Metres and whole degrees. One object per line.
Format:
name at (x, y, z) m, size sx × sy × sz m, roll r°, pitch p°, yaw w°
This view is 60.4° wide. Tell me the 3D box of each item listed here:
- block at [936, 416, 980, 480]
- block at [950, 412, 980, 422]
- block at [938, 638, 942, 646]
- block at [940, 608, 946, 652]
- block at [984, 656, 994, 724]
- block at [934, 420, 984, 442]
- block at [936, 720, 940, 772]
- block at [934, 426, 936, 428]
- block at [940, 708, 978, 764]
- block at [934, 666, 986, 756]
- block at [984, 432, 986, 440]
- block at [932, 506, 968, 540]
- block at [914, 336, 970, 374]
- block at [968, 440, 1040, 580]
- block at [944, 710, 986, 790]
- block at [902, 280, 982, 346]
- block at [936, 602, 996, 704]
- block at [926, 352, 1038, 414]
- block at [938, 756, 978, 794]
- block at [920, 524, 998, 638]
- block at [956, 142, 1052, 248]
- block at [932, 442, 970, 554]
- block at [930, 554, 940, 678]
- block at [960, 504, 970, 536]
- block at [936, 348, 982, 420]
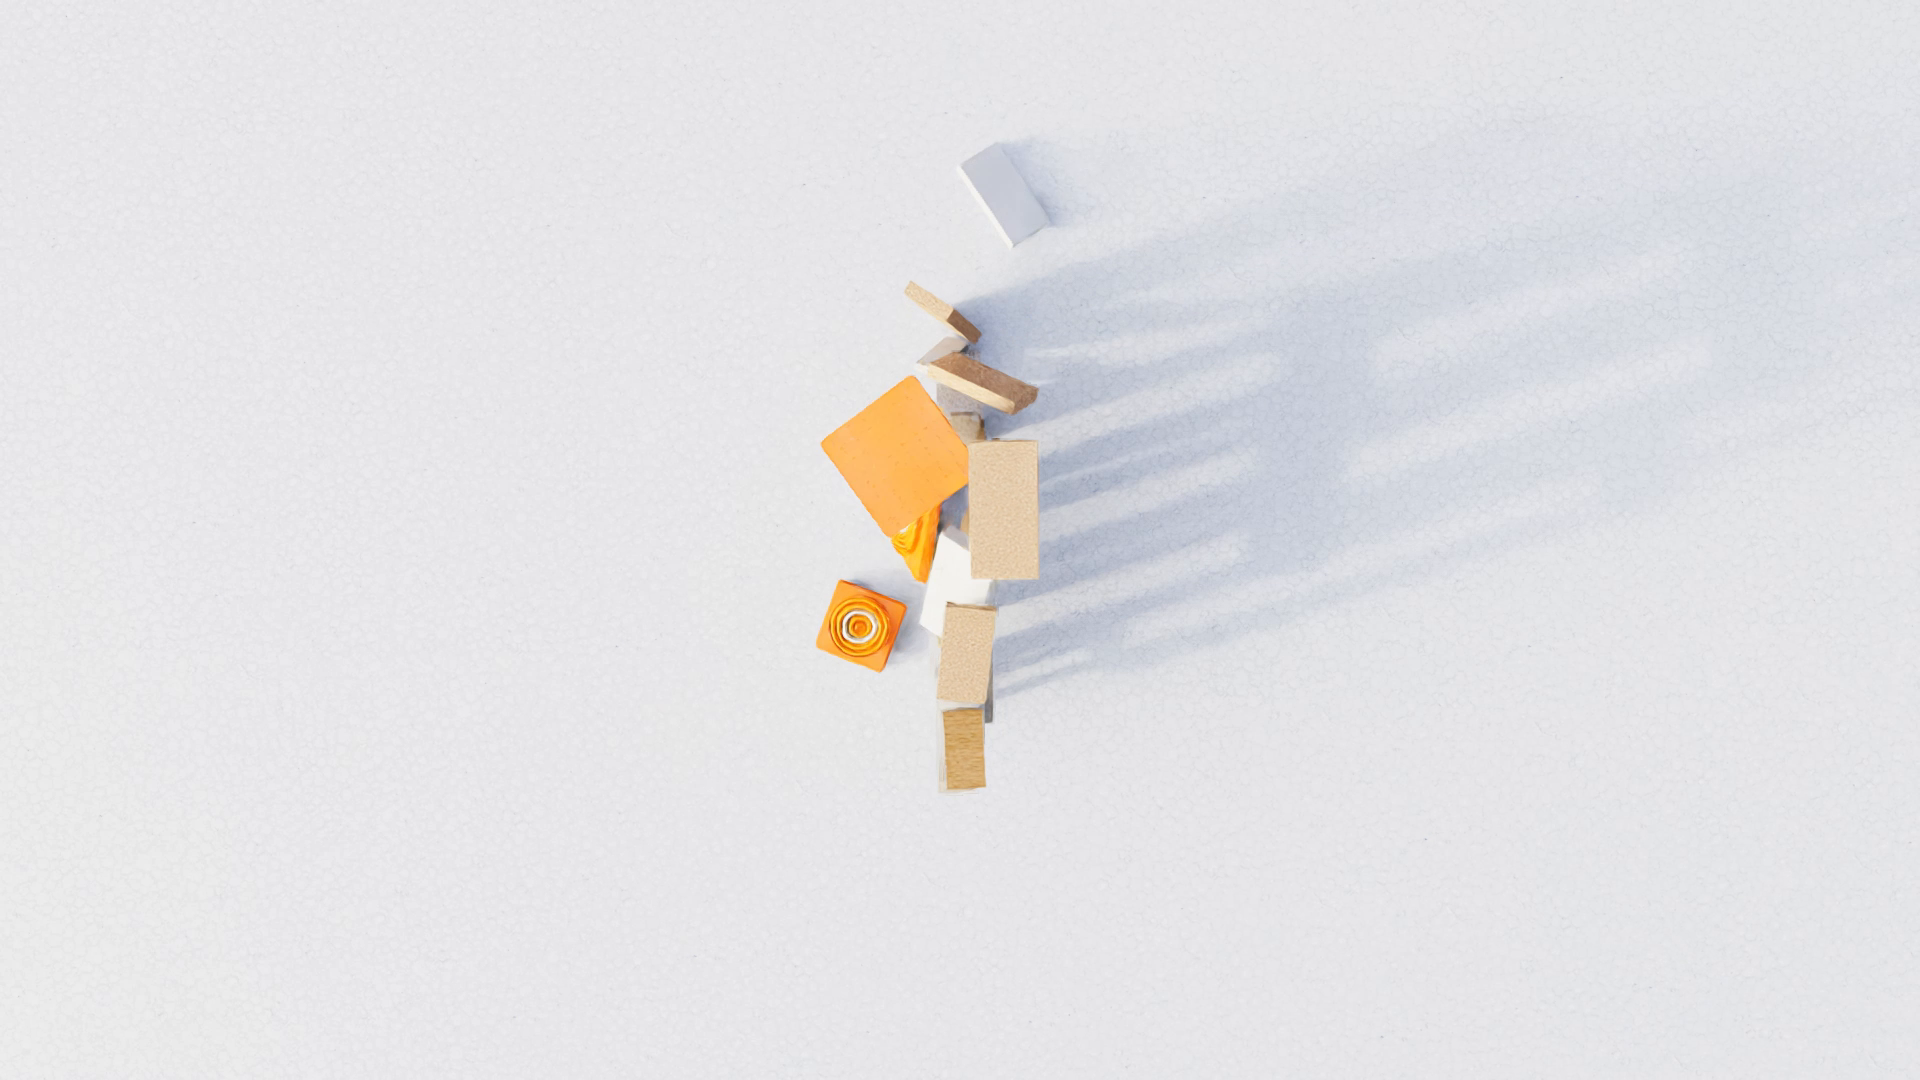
block at (-0.005, -0.266, 4.777) m, size 0.087 × 0.025 × 0.174 m, roll 14°, pitch 90°, yaw 0°
block at (0.015, -0.371, 5.030) m, size 0.087 × 0.174 × 0.025 m, roll -2°, pitch 99°, yaw -1°
block at (-0.008, 0.193, 4.699) m, size 0.114 × 0.032 × 0.228 m, roll -1°, pitch 61°, yaw 0°
block at (0.016, 0.277, 4.403) m, size 0.130 × 0.259 × 0.037 m, roll 9°, pitch 50°, yaw 4°
block at (0.033, 0.392, 4.554) m, size 0.114 × 0.032 × 0.228 m, roll -1°, pitch 98°, yaw 0°
block at (0.000, -0.329, 4.982) m, size 0.147 × 0.293 × 0.042 m, roll -1°, pitch 99°, yaw 1°
block at (-0.001, 0.549, 4.902) m, size 0.137 × 0.039 × 0.274 m, roll 1°, pitch 93°, yaw 0°
block at (0.000, -0.209, 5.179) m, size 0.149 × 0.042 × 0.297 m, roll -2°, pitch 90°, yaw 0°
block at (0.000, 0.538, 4.503) m, size 0.103 × 0.207 × 0.029 m, roll -2°, pitch 46°, yaw 0°
block at (0.002, 0.466, 4.478) m, size 0.130 × 0.337 × 0.037 m, roll -2°, pitch 45°, yaw 0°
block at (0.006, -0.291, 5.010) m, size 0.147 × 0.293 × 0.042 m, roll -2°, pitch 99°, yaw 0°
block at (0.000, 0.016, 4.708) m, size 0.109 × 0.031 × 0.219 m, roll -15°, pitch 64°, yaw 2°
block at (-0.057, -0.603, 5.404) m, size 0.087 × 0.206 × 0.025 m, roll 20°, pitch 130°, yaw 22°
block at (0.112, -0.077, 4.187) m, size 0.174 × 0.049 × 0.348 m, roll 0°, pitch 99°, yaw 6°
block at (0.012, 0.557, 4.388) m, size 0.103 × 0.029 × 0.207 m, roll -3°, pitch 79°, yaw -1°
block at (-0.049, -0.714, 5.216) m, size 0.159 × 0.548 × 0.045 m, roll 34°, pitch 95°, yaw 9°
block at (0.016, 0.294, 4.291) m, size 0.130 × 0.037 × 0.259 m, roll 6°, pitch 108°, yaw -1°
block at (0.071, -0.500, 5.231) m, size 0.318 × 0.159 × 0.045 m, roll 26°, pitch 122°, yaw 21°
block at (-0.004, 0.628, 4.637) m, size 0.104 × 0.498 × 0.029 m, roll -2°, pitch 97°, yaw 0°
block at (0.002, 0.139, 4.406) m, size 0.174 × 0.348 × 0.049 m, roll 33°, pitch 46°, yaw 19°
block at (0.144, -1.141, 5.456) m, size 0.159 × 0.045 × 0.318 m, roll -34°, pitch 90°, yaw -15°
block at (0.000, -0.122, 4.811) m, size 0.161 × 0.046 × 0.321 m, roll 0°, pitch 90°, yaw 0°
block at (0.000, 0.220, 4.795) m, size 0.179 × 0.051 × 0.357 m, roll 0°, pitch 90°, yaw 0°
block at (0.079, -0.060, 4.451) m, size 0.049 × 0.174 × 0.380 m, roll 11°, pitch 110°, yaw -27°
block at (-0.003, -0.492, 5.308) m, size 0.147 × 0.440 × 0.042 m, roll 0°, pitch 125°, yaw 0°
